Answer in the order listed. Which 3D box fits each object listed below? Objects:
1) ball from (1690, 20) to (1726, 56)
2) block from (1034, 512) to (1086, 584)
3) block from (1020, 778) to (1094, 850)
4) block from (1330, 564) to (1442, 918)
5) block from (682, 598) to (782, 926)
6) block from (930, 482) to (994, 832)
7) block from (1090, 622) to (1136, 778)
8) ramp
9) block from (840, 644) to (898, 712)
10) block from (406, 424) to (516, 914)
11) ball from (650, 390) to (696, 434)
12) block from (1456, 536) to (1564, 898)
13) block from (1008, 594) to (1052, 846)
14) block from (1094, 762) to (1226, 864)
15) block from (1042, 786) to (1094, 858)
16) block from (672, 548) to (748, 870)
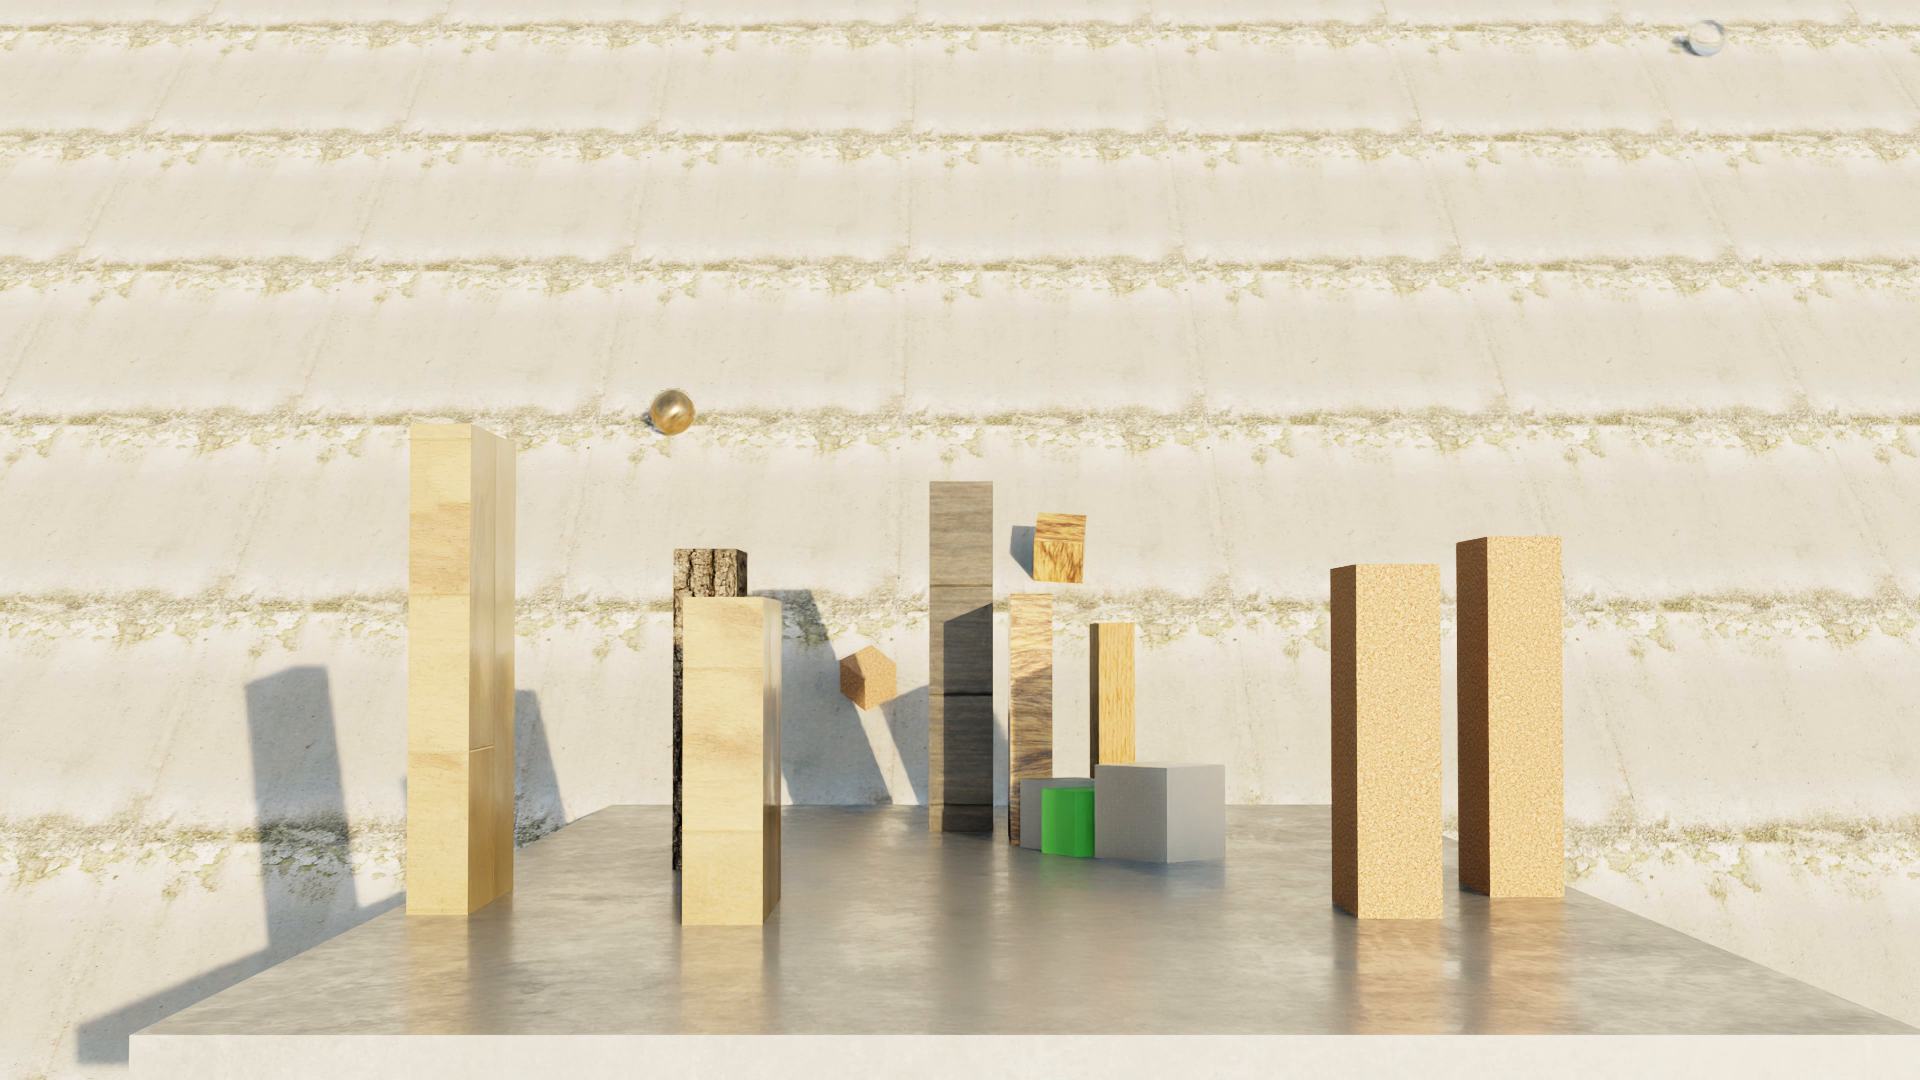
[{"bbox_3d":[3.078,-2.066,10.697,0.149,0.149,0.149,0,36,0],"label":"ball"},{"bbox_3d":[0.301,0.024,7.818,0.148,0.148,0.148,3,36,5],"label":"block"},{"bbox_3d":[0.224,0.575,5.457,0.143,0.143,0.143,1,-2,-29],"label":"block"},{"bbox_3d":[0.691,0.321,4.234,0.132,0.557,0.290,0,-2,0],"label":"block"},{"bbox_3d":[-0.365,0.347,4.204,0.123,0.503,0.414,0,-2,0],"label":"block"},{"bbox_3d":[0.003,0.271,6.122,0.146,0.800,0.354,0,-2,0],"label":"block"},{"bbox_3d":[0.351,0.430,6.032,0.080,0.475,0.432,0,-2,0],"label":"block"},{"bbox_3d":[0.079,0.674,4.878,2.000,0.100,4.000,0,-2,0],"label":"ramp"},{"bbox_3d":[-0.258,0.389,7.343,0.114,0.114,0.114,-26,43,-31],"label":"block"},{"bbox_3d":[-0.833,0.213,4.365,0.097,0.784,0.425,0,-2,0],"label":"block"},{"bbox_3d":[-0.931,-0.413,8.423,0.145,0.145,0.145,0,36,0],"label":"ball"},{"bbox_3d":[0.964,0.306,4.571,0.126,0.614,0.282,0,-2,0],"label":"block"},{"bbox_3d":[0.152,0.388,5.697,0.089,0.535,0.331,0,-2,0],"label":"block"},{"bbox_3d":[0.402,0.544,5.218,0.186,0.186,0.186,-2,-3,44],"label":"block"},{"bbox_3d":[0.257,0.576,5.319,0.131,0.131,0.131,1,-2,-29],"label":"block"},{"bbox_3d":[-0.487,0.326,5.080,0.121,0.611,0.257,0,-2,0],"label":"block"}]
